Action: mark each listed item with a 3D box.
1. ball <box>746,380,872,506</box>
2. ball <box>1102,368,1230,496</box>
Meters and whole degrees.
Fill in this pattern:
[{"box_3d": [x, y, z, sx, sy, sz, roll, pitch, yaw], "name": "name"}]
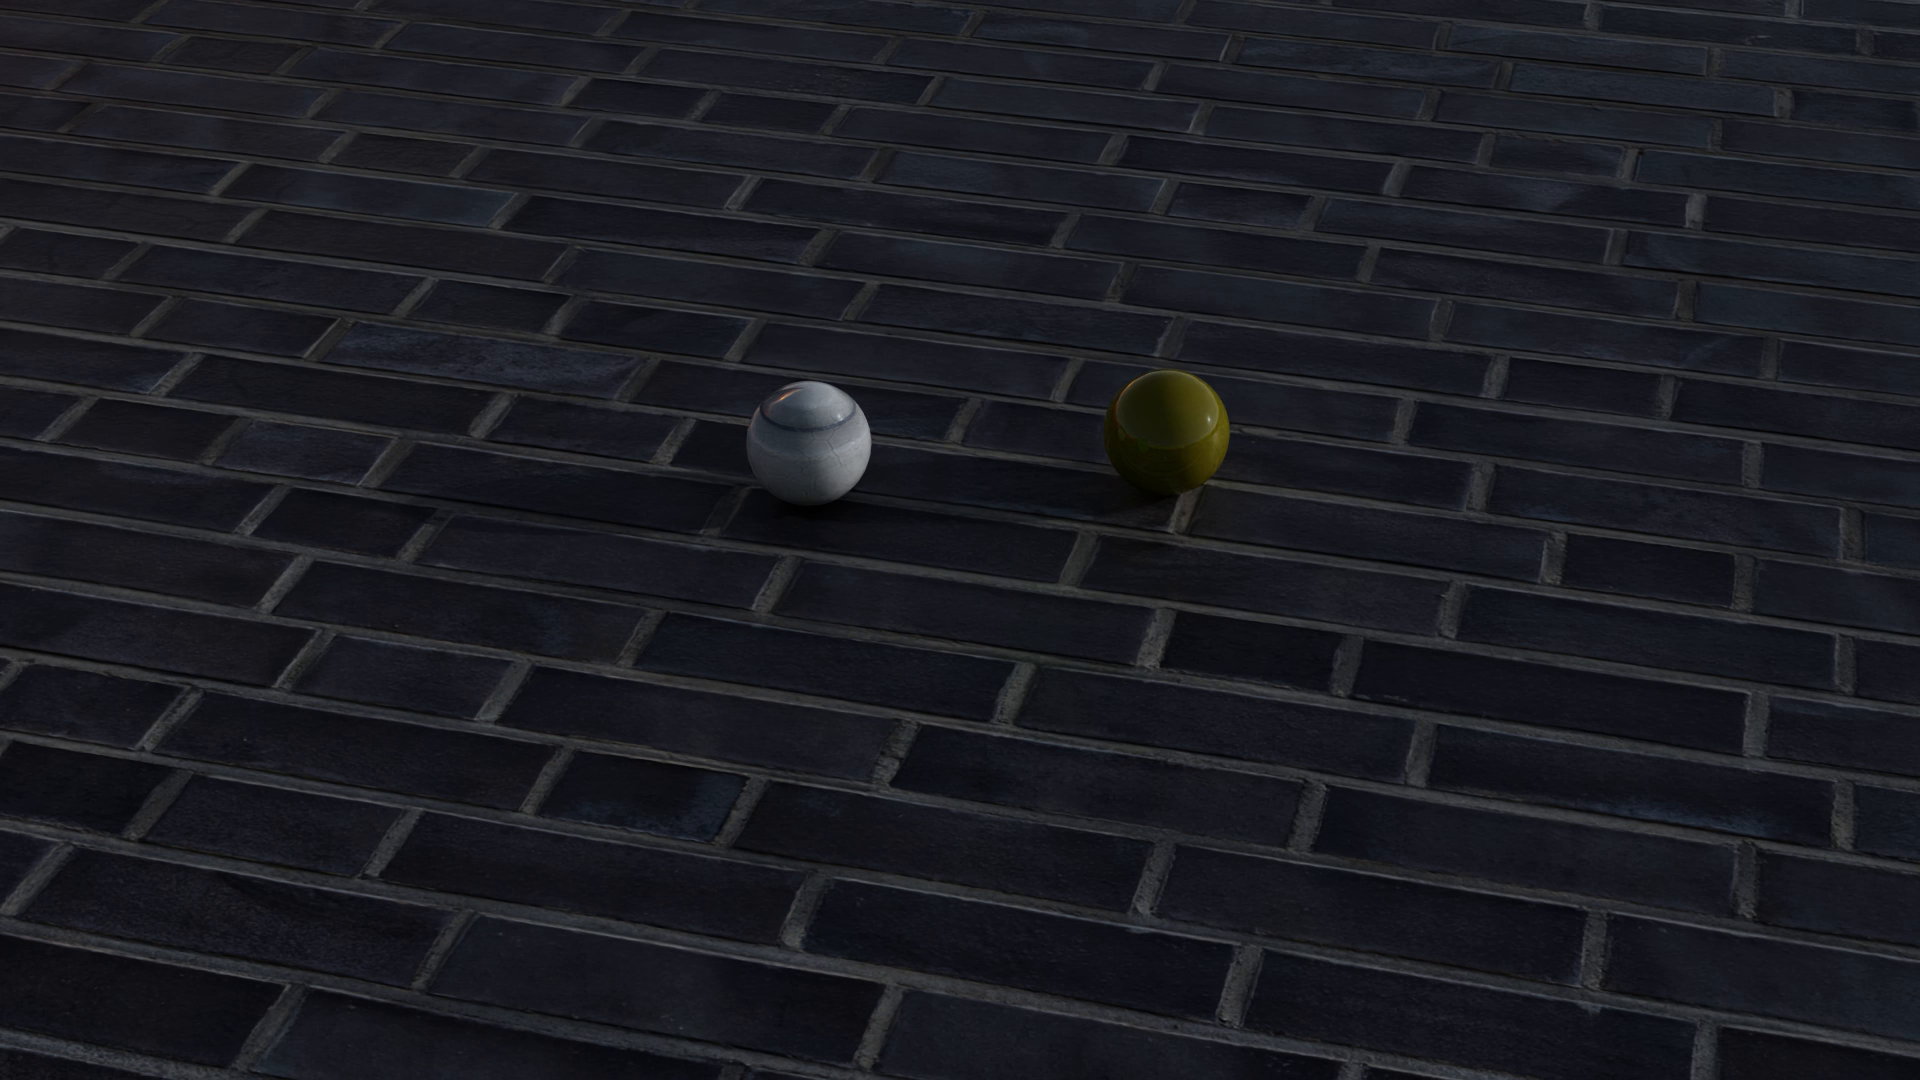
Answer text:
[{"box_3d": [-0.084, -0.054, 1.640, 0.070, 0.070, 0.070, 0, 32, 0], "name": "ball"}, {"box_3d": [0.116, -0.061, 1.650, 0.071, 0.071, 0.071, 0, 32, 0], "name": "ball"}]
